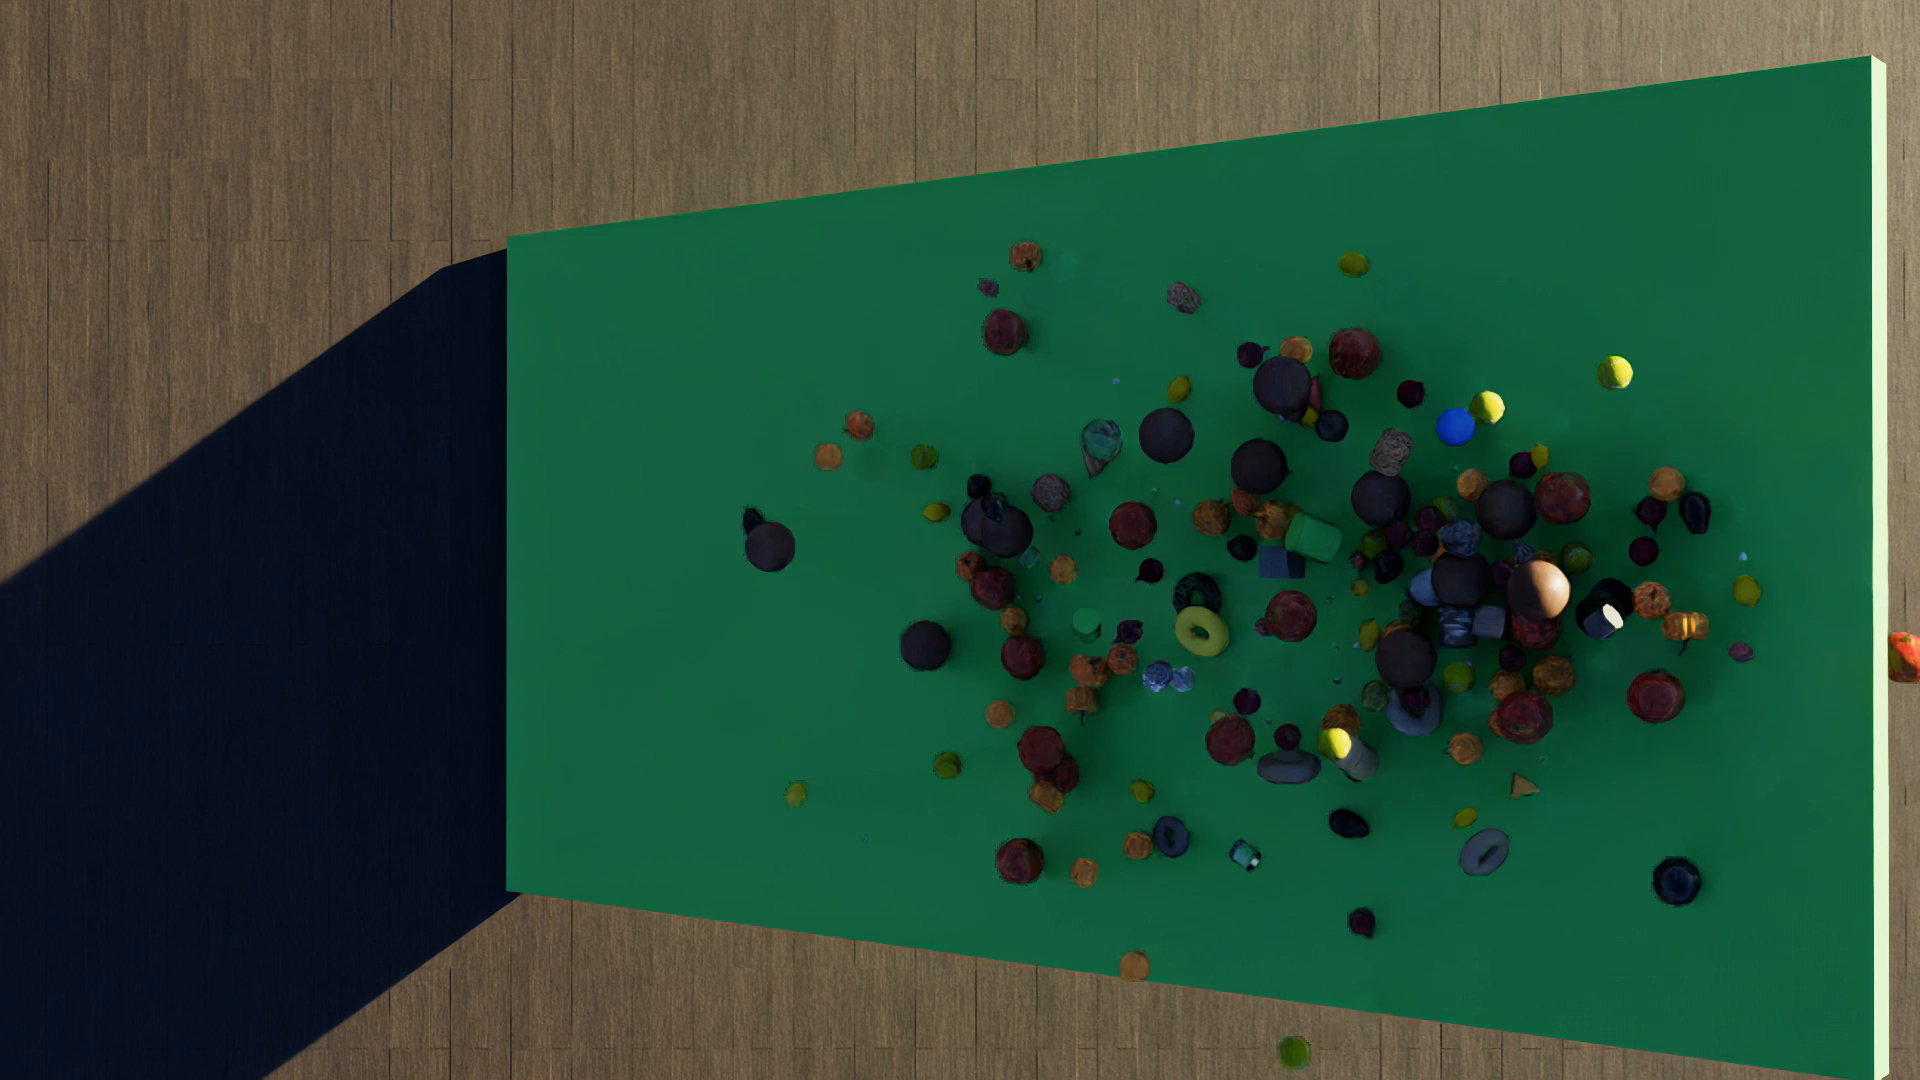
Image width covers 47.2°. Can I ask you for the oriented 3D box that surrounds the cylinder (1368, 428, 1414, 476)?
[{"bbox_3d":[0.939,-0.192,4.785,0.074,0.074,0.074,36,58,0],"label":"cylinder"}]

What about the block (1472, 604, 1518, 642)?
[{"bbox_3d":[1.147,0.177,4.718,0.067,0.067,0.067,12,92,34],"label":"block"}]

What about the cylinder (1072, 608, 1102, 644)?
[{"bbox_3d":[0.299,0.202,5.198,0.066,0.066,0.066,-2,66,5],"label":"cylinder"}]

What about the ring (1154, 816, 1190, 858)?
[{"bbox_3d":[0.503,0.705,5.232,0.034,0.101,0.101,-13,89,-42],"label":"ring"}]

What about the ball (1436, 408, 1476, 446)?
[{"bbox_3d":[1.076,-0.245,4.771,0.085,0.085,0.085,0,90,0],"label":"ball"}]

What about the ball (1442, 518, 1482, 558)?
[{"bbox_3d":[1.057,-0.005,4.632,0.085,0.085,0.085,0,90,0],"label":"ball"}]

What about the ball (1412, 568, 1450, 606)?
[{"bbox_3d":[1.029,0.103,4.805,0.085,0.085,0.085,0,90,0],"label":"ball"}]

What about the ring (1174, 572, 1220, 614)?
[{"bbox_3d":[0.560,0.139,5.195,0.125,0.042,0.125,1,92,38],"label":"ring"}]

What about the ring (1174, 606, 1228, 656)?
[{"bbox_3d":[0.567,0.214,5.156,0.138,0.138,0.046,40,47,0],"label":"ring"}]

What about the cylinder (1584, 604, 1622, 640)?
[{"bbox_3d":[1.296,0.167,4.432,0.053,0.053,0.053,47,130,0],"label":"cylinder"}]

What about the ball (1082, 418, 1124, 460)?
[{"bbox_3d":[0.333,-0.236,5.146,0.097,0.097,0.097,0,90,0],"label":"ball"}]

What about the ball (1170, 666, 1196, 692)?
[{"bbox_3d":[0.522,0.326,5.162,0.062,0.062,0.062,0,90,0],"label":"ball"}]

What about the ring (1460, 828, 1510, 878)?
[{"bbox_3d":[1.110,0.661,4.651,0.120,0.040,0.120,-15,127,-21],"label":"ring"}]

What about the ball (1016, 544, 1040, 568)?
[{"bbox_3d":[0.171,0.041,5.485,0.059,0.059,0.059,0,90,0],"label":"ball"}]

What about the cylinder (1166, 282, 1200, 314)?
[{"bbox_3d":[0.526,-0.569,5.176,0.059,0.059,0.059,-13,67,33],"label":"cylinder"}]

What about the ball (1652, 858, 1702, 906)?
[{"bbox_3d":[1.456,0.693,4.464,0.096,0.096,0.096,0,90,0],"label":"ball"}]

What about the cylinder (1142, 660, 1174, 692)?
[{"bbox_3d":[0.451,0.309,4.998,0.061,0.061,0.061,2,97,15],"label":"cylinder"}]

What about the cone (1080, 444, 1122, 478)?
[{"bbox_3d":[0.351,-0.204,5.360,0.090,0.090,0.090,-17,90,9],"label":"cone"}]

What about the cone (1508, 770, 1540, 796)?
[{"bbox_3d":[1.212,0.529,4.696,0.063,0.063,0.063,17,90,22],"label":"cone"}]

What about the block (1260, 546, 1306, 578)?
[{"bbox_3d":[0.738,0.050,5.034,0.076,0.076,0.076,-1,89,40],"label":"block"}]

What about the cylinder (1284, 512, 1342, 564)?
[{"bbox_3d":[0.791,-0.005,4.923,0.093,0.093,0.093,18,90,-15],"label":"cylinder"}]

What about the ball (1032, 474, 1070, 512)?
[{"bbox_3d":[0.224,-0.116,5.423,0.094,0.094,0.094,0,90,0],"label":"ball"}]

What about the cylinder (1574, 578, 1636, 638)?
[{"bbox_3d":[1.328,0.141,4.530,0.091,0.091,0.091,7,55,-10],"label":"cylinder"}]

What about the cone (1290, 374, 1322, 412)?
[{"bbox_3d":[0.802,-0.324,4.999,0.077,0.077,0.077,-29,85,0],"label":"cone"}]

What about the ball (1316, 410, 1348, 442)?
[{"bbox_3d":[0.815,-0.249,4.820,0.073,0.073,0.073,0,90,0],"label":"ball"}]

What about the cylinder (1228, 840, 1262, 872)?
[{"bbox_3d":[0.662,0.731,5.103,0.054,0.054,0.054,35,90,32],"label":"cylinder"}]

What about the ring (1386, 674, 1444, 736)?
[{"bbox_3d":[0.993,0.362,4.808,0.136,0.045,0.136,2,78,-12],"label":"ring"}]

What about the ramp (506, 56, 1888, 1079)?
[{"bbox_3d":[0.226,0.064,5.543,4.000,0.100,2.000,0,90,38],"label":"ramp"}]

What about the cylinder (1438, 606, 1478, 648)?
[{"bbox_3d":[1.078,0.188,4.762,0.080,0.080,0.080,1,81,0],"label":"cylinder"}]

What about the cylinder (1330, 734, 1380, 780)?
[{"bbox_3d":[0.866,0.477,4.816,0.080,0.080,0.080,-19,56,31],"label":"cylinder"}]

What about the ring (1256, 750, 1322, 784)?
[{"bbox_3d":[0.735,0.507,4.910,0.143,0.143,0.048,-5,101,0],"label":"ring"}]
